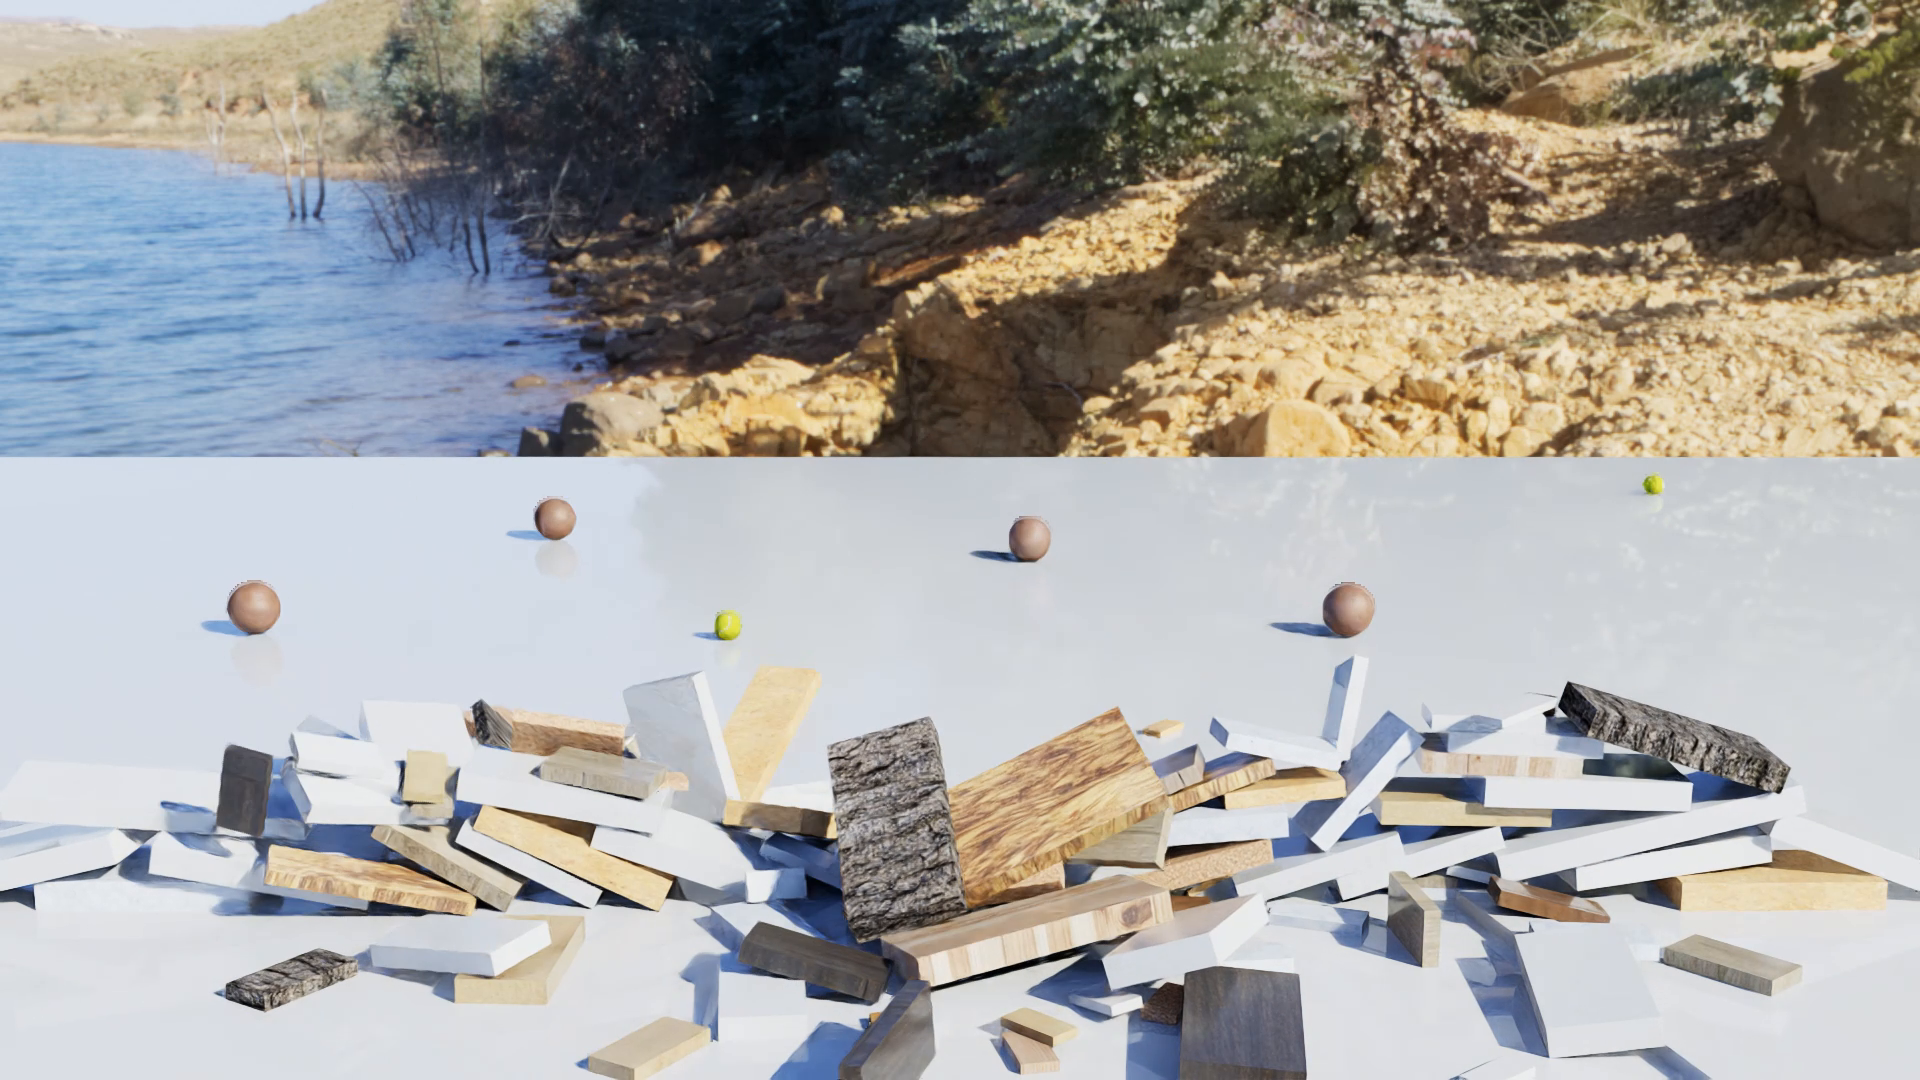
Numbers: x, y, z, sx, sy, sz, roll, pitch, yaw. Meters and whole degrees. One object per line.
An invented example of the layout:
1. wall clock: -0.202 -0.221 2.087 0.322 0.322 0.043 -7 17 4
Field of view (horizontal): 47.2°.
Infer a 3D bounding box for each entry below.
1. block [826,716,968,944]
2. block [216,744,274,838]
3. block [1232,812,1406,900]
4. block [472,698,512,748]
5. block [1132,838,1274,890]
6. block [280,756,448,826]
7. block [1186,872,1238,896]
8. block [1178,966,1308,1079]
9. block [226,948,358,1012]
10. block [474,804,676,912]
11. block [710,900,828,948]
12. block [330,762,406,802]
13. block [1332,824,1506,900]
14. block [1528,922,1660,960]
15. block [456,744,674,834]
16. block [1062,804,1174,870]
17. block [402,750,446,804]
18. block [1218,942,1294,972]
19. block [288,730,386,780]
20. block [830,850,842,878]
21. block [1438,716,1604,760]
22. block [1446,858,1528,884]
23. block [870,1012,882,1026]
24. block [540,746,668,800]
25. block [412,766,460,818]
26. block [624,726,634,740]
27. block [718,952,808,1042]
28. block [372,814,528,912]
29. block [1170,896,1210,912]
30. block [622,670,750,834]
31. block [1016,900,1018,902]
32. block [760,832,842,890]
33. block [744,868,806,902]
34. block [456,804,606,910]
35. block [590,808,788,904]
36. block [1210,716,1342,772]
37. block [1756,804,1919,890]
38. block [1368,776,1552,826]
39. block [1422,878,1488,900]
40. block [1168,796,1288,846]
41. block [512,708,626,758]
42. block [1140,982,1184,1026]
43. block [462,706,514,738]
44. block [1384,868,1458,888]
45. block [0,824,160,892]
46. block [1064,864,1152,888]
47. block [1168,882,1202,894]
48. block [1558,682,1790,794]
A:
1. block: -0.102 0.450 3.453 0.175 0.050 0.351 -16 47 6
2. block: -1.122 0.393 3.448 0.071 0.142 0.020 15 24 1
3. block: 0.589 0.528 3.658 0.278 0.039 0.139 -18 10 4
4. block: -0.873 0.373 4.150 0.026 0.092 0.184 -41 26 0
5. block: 0.373 0.529 3.646 0.285 0.040 0.143 -17 9 8
6. block: -0.965 0.409 3.580 0.250 0.035 0.125 8 28 -43
7. block: 0.418 0.563 3.668 0.090 0.013 0.045 -29 10 3
8. block: 0.388 0.676 3.033 0.164 0.047 0.329 5 12 6
9. block: -0.991 0.652 3.267 0.086 0.024 0.173 7 13 33
10. block: -0.628 0.502 3.654 0.330 0.047 0.165 24 11 -2
11. block: -0.300 0.615 3.451 0.107 0.030 0.214 -6 12 -28
12. block: -0.956 0.382 3.579 0.128 0.018 0.064 23 21 -13
13. block: 0.752 0.515 3.660 0.278 0.039 0.139 -19 11 2
14. block: 0.964 0.610 3.349 0.177 0.025 0.089 1 11 4
15. block: -0.648 0.410 3.639 0.330 0.047 0.165 10 11 -1
16. block: 0.231 0.466 3.512 0.211 0.105 0.030 -1 -30 29
17. block: -0.875 0.386 3.597 0.064 0.018 0.128 7 25 -14
18. block: 0.435 0.638 3.356 0.134 0.019 0.067 -1 11 -7
19. block: -1.004 0.347 3.544 0.142 0.020 0.071 13 26 -34
20. block: -0.136 0.557 3.658 0.156 0.022 0.078 18 11 0
21. block: 0.917 0.320 3.607 0.247 0.035 0.123 2 11 4
22. block: 0.875 0.552 3.653 0.130 0.018 0.065 12 11 10
23. block: -0.096 0.690 3.093 0.050 0.014 0.101 -2 11 -9
24. block: -0.583 0.381 3.608 0.185 0.026 0.092 9 16 10
25. block: -0.857 0.411 3.601 0.064 0.018 0.128 1 26 -7
26. block: -0.570 0.388 4.245 0.129 0.037 0.258 10 4 44
27. block: -0.287 0.660 3.196 0.124 0.035 0.247 -1 11 -5
28. block: -0.831 0.510 3.627 0.250 0.035 0.125 30 20 -2
29. block: 0.311 0.600 3.542 0.183 0.026 0.091 1 11 3
30. block: -0.481 0.388 3.861 0.148 0.296 0.042 -13 6 24
31. block: 0.110 0.563 3.538 0.049 0.099 0.014 7 -4 20
32. block: -0.251 0.537 3.684 0.156 0.022 0.078 21 11 10
33. block: -0.297 0.557 3.547 0.095 0.048 0.014 -3 -13 -16
34. block: -0.701 0.521 3.646 0.250 0.035 0.125 27 11 -3
35. block: -0.435 0.516 3.663 0.330 0.047 0.165 18 11 -1
36. block: 0.520 0.336 3.627 0.199 0.028 0.099 12 8 -11
37. block: 1.489 0.505 3.684 0.336 0.048 0.168 20 10 -4
38. block: 0.822 0.433 3.643 0.278 0.039 0.139 1 11 -2
39. block: 0.829 0.580 3.672 0.131 0.018 0.065 1 11 4
40. block: 0.391 0.459 3.626 0.285 0.040 0.143 -5 10 4
41. block: -0.655 0.332 3.680 0.185 0.092 0.026 9 50 -5
42. block: 0.305 0.671 3.183 0.054 0.015 0.108 9 13 24
43. block: -0.970 0.394 4.643 0.107 0.030 0.214 -9 14 -40
44. block: 0.761 0.561 3.672 0.130 0.018 0.065 -1 10 5
45. block: -1.527 0.522 3.652 0.349 0.049 0.175 -14 10 8
46. block: 0.185 0.537 3.657 0.285 0.040 0.143 -13 9 6
47. block: 0.352 0.574 3.657 0.090 0.013 0.045 -15 9 -6
48. block: 1.163 0.321 3.593 0.333 0.047 0.166 17 11 -4
